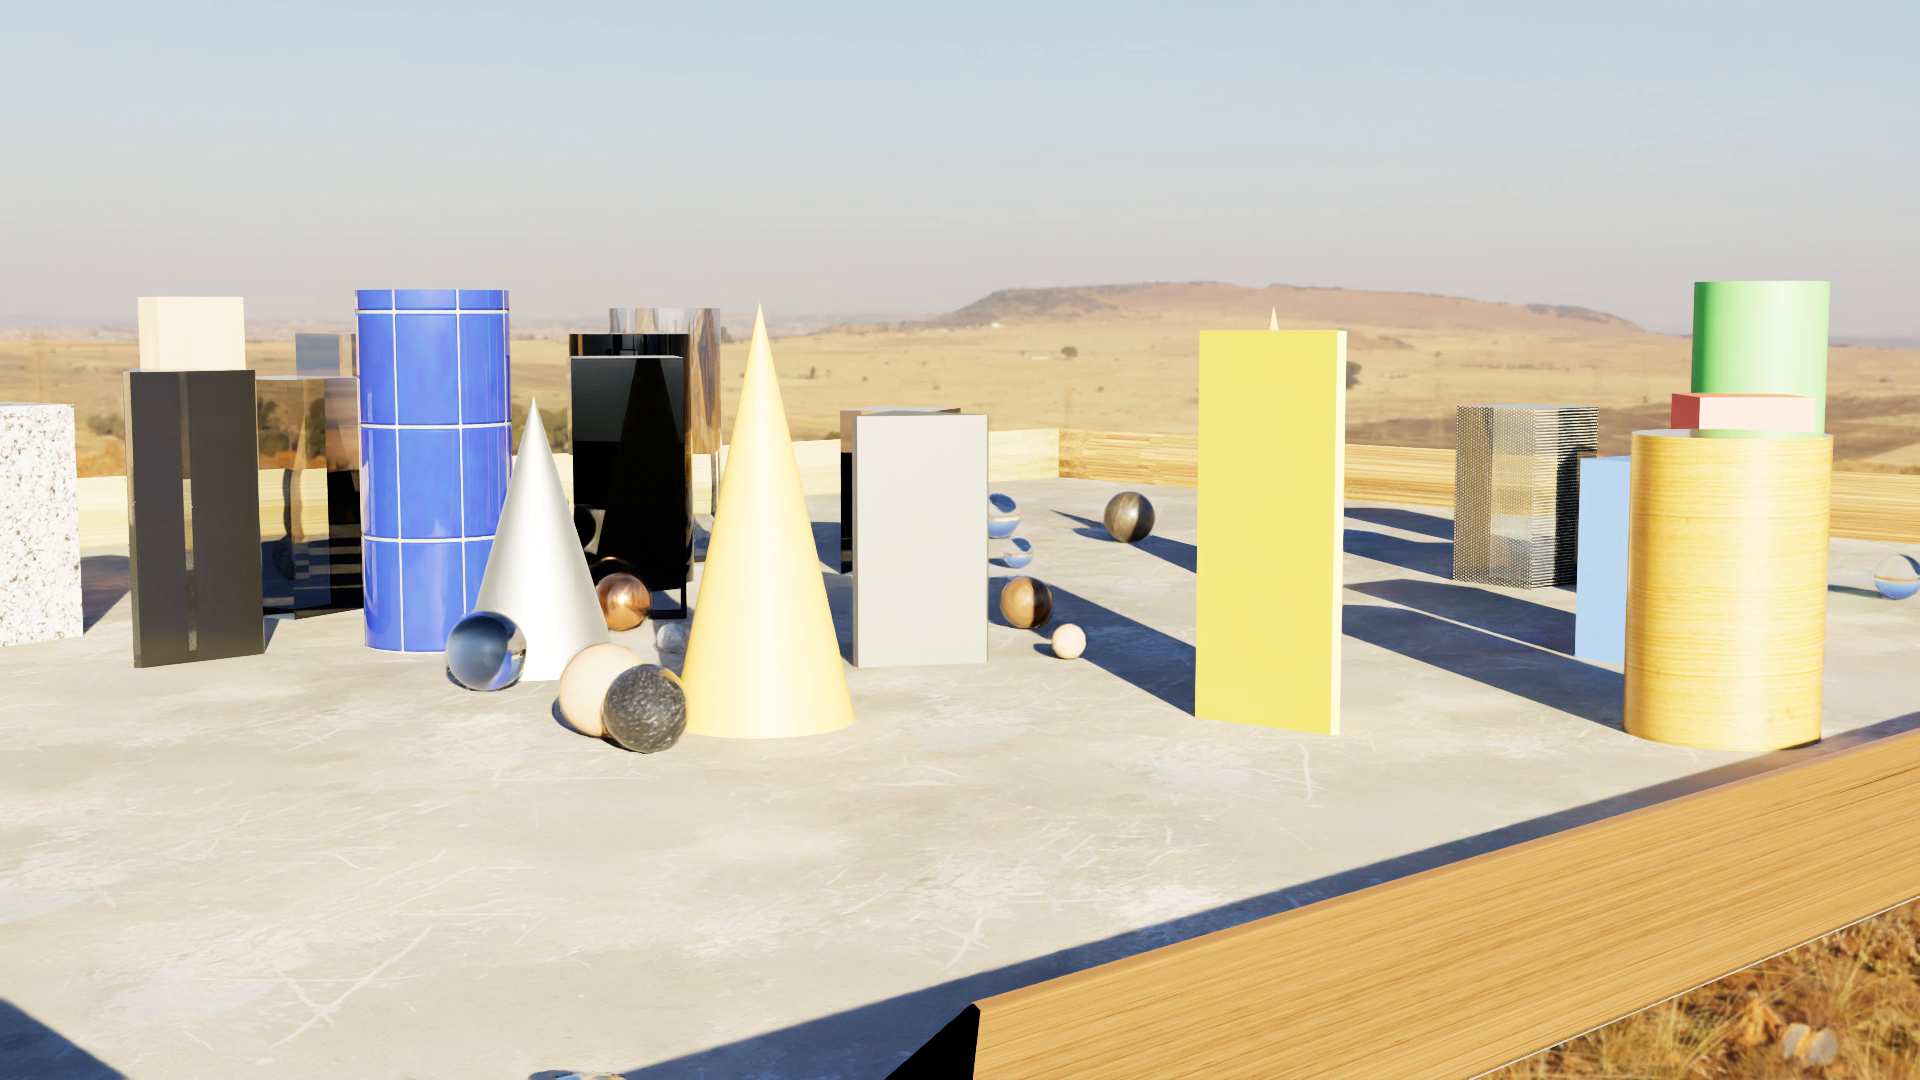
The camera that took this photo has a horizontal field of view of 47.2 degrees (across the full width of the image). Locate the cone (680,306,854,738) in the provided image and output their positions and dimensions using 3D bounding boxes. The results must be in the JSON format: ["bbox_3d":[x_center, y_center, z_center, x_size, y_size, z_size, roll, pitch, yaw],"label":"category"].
[{"bbox_3d":[-0.214,-0.029,2.376,0.200,0.454,0.200,0,6,0],"label":"cone"}]

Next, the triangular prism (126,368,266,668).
[{"bbox_3d":[-1.021,-0.035,2.844,0.150,0.370,0.173,6,8,45],"label":"triangular prism"}]

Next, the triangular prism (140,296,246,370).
[{"bbox_3d":[-1.270,-0.172,3.686,0.150,0.467,0.173,-4,7,-31],"label":"triangular prism"}]

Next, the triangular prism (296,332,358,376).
[{"bbox_3d":[-1.091,-0.174,4.009,0.173,0.405,0.150,6,8,43],"label":"triangular prism"}]

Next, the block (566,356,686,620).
[{"bbox_3d":[-0.491,-0.080,3.235,0.160,0.378,0.160,-1,6,-12],"label":"block"}]

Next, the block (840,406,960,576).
[{"bbox_3d":[-0.100,-0.085,3.764,0.160,0.278,0.160,2,6,19],"label":"block"}]

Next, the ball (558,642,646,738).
[{"bbox_3d":[-0.371,0.157,2.304,0.099,0.099,0.099,0,6,0],"label":"ball"}]

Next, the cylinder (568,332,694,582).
[{"bbox_3d":[-0.542,-0.136,3.630,0.200,0.408,0.200,0,6,0],"label":"cylinder"}]

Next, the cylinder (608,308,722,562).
[{"bbox_3d":[-0.529,-0.191,3.959,0.200,0.450,0.200,0,6,0],"label":"cylinder"}]

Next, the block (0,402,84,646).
[{"bbox_3d":[-1.318,-0.025,2.991,0.160,0.318,0.160,4,7,35],"label":"block"}]

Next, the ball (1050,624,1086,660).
[{"bbox_3d":[0.139,0.130,2.822,0.045,0.045,0.045,0,6,0],"label":"ball"}]

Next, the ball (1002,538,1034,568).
[{"bbox_3d":[0.101,0.022,3.818,0.054,0.054,0.054,0,6,0],"label":"ball"}]

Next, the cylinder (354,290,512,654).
[{"bbox_3d":[-0.700,-0.097,2.942,0.200,0.472,0.200,0,6,0],"label":"cylinder"}]

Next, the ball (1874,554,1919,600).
[{"bbox_3d":[1.453,0.057,3.404,0.071,0.071,0.071,0,6,0],"label":"ball"}]

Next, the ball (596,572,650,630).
[{"bbox_3d":[-0.475,0.086,3.075,0.081,0.081,0.081,0,6,0],"label":"ball"}]

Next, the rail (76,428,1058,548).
[{"bbox_3d":[-1.153,-0.096,4.575,3.903,0.130,0.045,-5,8,-42],"label":"rail"}]

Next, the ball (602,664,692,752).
[{"bbox_3d":[-0.317,0.170,2.228,0.089,0.089,0.089,0,6,0],"label":"ball"}]

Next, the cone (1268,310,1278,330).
[{"bbox_3d":[0.516,-0.159,3.637,0.200,0.453,0.200,0,6,0],"label":"cone"}]

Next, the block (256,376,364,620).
[{"bbox_3d":[-0.995,-0.068,3.269,0.160,0.347,0.160,3,7,28],"label":"block"}]

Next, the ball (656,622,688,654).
[{"bbox_3d":[-0.375,0.128,2.867,0.040,0.040,0.040,0,6,0],"label":"ball"}]

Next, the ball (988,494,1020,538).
[{"bbox_3d":[0.074,-0.047,4.315,0.089,0.089,0.089,0,6,0],"label":"ball"}]

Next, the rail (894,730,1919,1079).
[{"bbox_3d":[1.153,0.163,2.088,3.903,0.130,0.045,-5,8,-42],"label":"rail"}]

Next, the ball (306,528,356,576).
[{"bbox_3d":[-1.060,0.021,3.705,0.080,0.080,0.080,0,6,0],"label":"ball"}]

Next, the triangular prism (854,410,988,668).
[{"bbox_3d":[-0.066,-0.006,2.835,0.173,0.314,0.150,-1,6,-14],"label":"triangular prism"}]

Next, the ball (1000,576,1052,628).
[{"bbox_3d":[0.093,0.088,3.090,0.075,0.075,0.075,0,6,0],"label":"ball"}]

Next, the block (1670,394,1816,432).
[{"bbox_3d":[1.139,-0.050,3.221,0.160,0.322,0.160,0,6,4],"label":"block"}]

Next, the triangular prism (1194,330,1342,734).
[{"bbox_3d":[0.373,-0.017,2.408,0.173,0.423,0.150,5,7,37],"label":"triangular prism"}]

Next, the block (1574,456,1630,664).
[{"bbox_3d":[0.906,0.025,2.810,0.160,0.257,0.160,-4,7,-36],"label":"block"}]

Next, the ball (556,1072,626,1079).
[{"bbox_3d":[-0.173,0.294,1.021,0.092,0.092,0.092,0,6,0],"label":"ball"}]

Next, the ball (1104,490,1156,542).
[{"bbox_3d":[0.327,-0.045,4.239,0.100,0.100,0.100,0,6,0],"label":"ball"}]

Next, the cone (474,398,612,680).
[{"bbox_3d":[-0.528,-0.009,2.741,0.200,0.340,0.200,0,6,0],"label":"cone"}]

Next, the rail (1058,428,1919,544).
[{"bbox_3d":[1.417,-0.102,4.632,0.045,0.130,3.449,-5,8,-42],"label":"rail"}]

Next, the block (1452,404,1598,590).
[{"bbox_3d":[0.929,-0.075,3.618,0.160,0.289,0.160,-4,7,-37],"label":"block"}]

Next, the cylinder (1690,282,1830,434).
[{"bbox_3d":[1.253,-0.160,3.462,0.200,0.490,0.200,0,6,0],"label":"cylinder"}]

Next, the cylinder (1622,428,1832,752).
[{"bbox_3d":[0.806,0.047,2.315,0.200,0.317,0.200,0,6,0],"label":"cylinder"}]

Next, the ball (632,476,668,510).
[{"bbox_3d":[-0.694,-0.105,4.927,0.077,0.077,0.077,0,6,0],"label":"ball"}]

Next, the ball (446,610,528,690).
[{"bbox_3d":[-0.556,0.130,2.585,0.095,0.095,0.095,0,6,0],"label":"ball"}]
